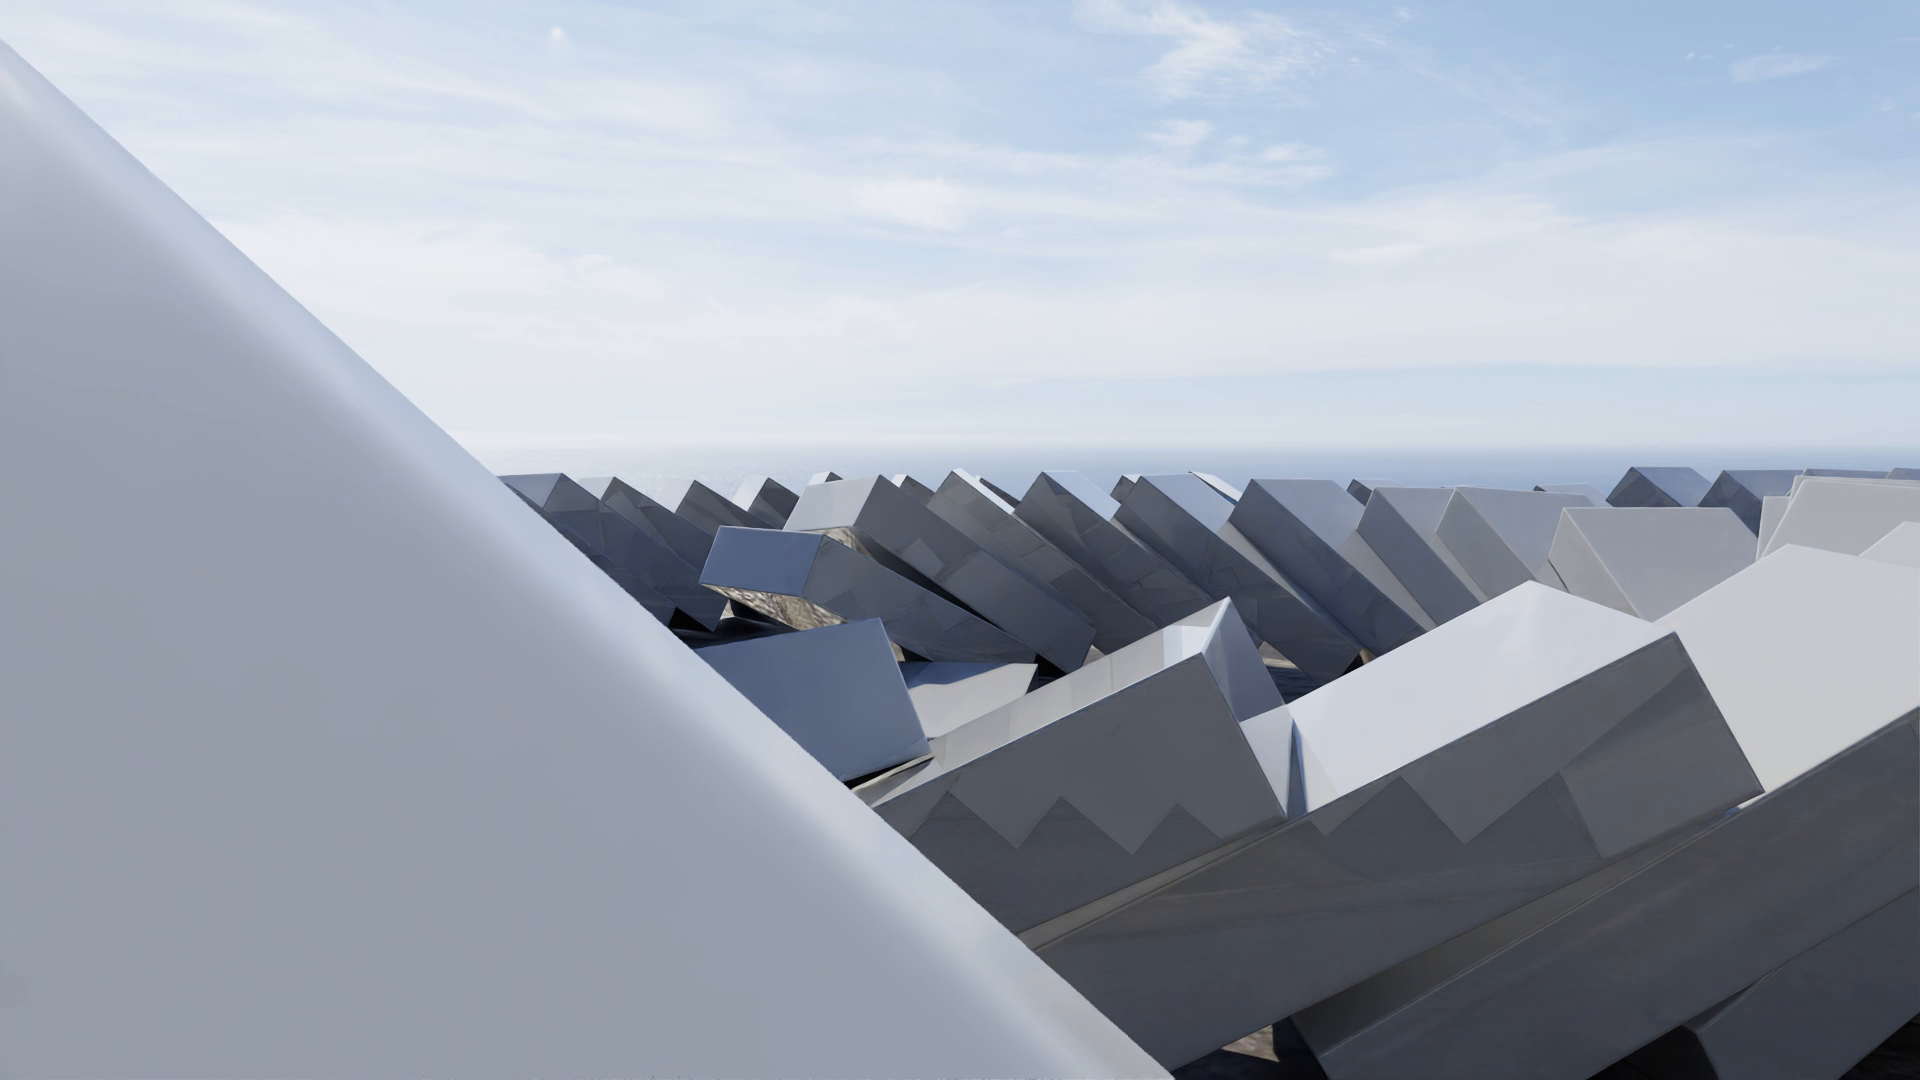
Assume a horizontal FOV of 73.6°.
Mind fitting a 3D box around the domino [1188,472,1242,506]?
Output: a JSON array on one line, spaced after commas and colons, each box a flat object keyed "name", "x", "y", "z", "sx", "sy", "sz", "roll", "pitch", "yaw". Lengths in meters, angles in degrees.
[{"name": "domino", "x": 0.081, "y": 0.000, "z": 0.334, "sx": 0.050, "sy": 0.009, "sz": 0.025, "roll": 36, "pitch": 14, "yaw": 21}]

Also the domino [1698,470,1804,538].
[{"name": "domino", "x": 0.179, "y": 0.004, "z": 0.261, "sx": 0.025, "sy": 0.009, "sz": 0.050, "roll": -2, "pitch": 40, "yaw": -23}]

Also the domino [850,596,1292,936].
[{"name": "domino", "x": -0.004, "y": 0.020, "z": 0.084, "sx": 0.050, "sy": 0.010, "sz": 0.025, "roll": -28, "pitch": -3, "yaw": 15}]

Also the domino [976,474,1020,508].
[{"name": "domino", "x": 0.024, "y": 0.000, "z": 0.335, "sx": 0.050, "sy": 0.009, "sz": 0.025, "roll": 31, "pitch": 3, "yaw": -4}]

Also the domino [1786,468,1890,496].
[{"name": "domino", "x": 0.187, "y": 0.005, "z": 0.247, "sx": 0.025, "sy": 0.009, "sz": 0.050, "roll": 1, "pitch": 39, "yaw": -18}]

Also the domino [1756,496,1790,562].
[{"name": "domino", "x": 0.107, "y": 0.014, "z": 0.150, "sx": 0.025, "sy": 0.010, "sz": 0.050, "roll": 3, "pitch": 39, "yaw": 35}]

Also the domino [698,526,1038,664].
[{"name": "domino", "x": -0.013, "y": 0.012, "z": 0.203, "sx": 0.025, "sy": 0.009, "sz": 0.050, "roll": 4, "pitch": -19, "yaw": 45}]

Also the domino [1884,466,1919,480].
[{"name": "domino", "x": 0.193, "y": 0.006, "z": 0.231, "sx": 0.025, "sy": 0.010, "sz": 0.050, "roll": 2, "pitch": 39, "yaw": -14}]

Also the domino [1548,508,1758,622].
[{"name": "domino", "x": 0.104, "y": 0.013, "z": 0.176, "sx": 0.025, "sy": 0.009, "sz": 0.050, "roll": 0, "pitch": 34, "yaw": 1}]

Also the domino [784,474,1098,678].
[{"name": "domino", "x": -0.003, "y": 0.007, "z": 0.219, "sx": 0.050, "sy": 0.010, "sz": 0.025, "roll": 36, "pitch": -21, "yaw": -27}]

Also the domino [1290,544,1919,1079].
[{"name": "domino", "x": 0.043, "y": 0.019, "z": 0.084, "sx": 0.050, "sy": 0.009, "sz": 0.025, "roll": -31, "pitch": 8, "yaw": 1}]

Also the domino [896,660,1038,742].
[{"name": "domino", "x": -0.004, "y": 0.025, "z": 0.170, "sx": 0.025, "sy": 0.010, "sz": 0.050, "roll": 1, "pitch": 4, "yaw": 7}]

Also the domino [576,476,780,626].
[{"name": "domino", "x": -0.065, "y": 0.003, "z": 0.295, "sx": 0.050, "sy": 0.010, "sz": 0.025, "roll": 35, "pitch": -17, "yaw": -29}]

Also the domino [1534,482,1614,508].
[{"name": "domino", "x": 0.154, "y": 0.004, "z": 0.289, "sx": 0.025, "sy": 0.009, "sz": 0.050, "roll": -3, "pitch": 35, "yaw": -39}]

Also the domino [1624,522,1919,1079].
[{"name": "domino", "x": 0.063, "y": 0.018, "z": 0.092, "sx": 0.050, "sy": 0.009, "sz": 0.025, "roll": -33, "pitch": 14, "yaw": -8}]

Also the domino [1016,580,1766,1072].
[{"name": "domino", "x": 0.019, "y": 0.020, "z": 0.082, "sx": 0.050, "sy": 0.010, "sz": 0.025, "roll": -29, "pitch": 0, "yaw": 9}]

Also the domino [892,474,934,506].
[{"name": "domino", "x": 0.004, "y": 0.000, "z": 0.330, "sx": 0.050, "sy": 0.009, "sz": 0.025, "roll": 32, "pitch": -2, "yaw": -9}]

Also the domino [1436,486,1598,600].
[{"name": "domino", "x": 0.098, "y": 0.010, "z": 0.200, "sx": 0.025, "sy": 0.009, "sz": 0.050, "roll": 3, "pitch": 35, "yaw": -14}]

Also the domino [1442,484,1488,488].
[{"name": "domino", "x": 0.138, "y": 0.004, "z": 0.302, "sx": 0.025, "sy": 0.010, "sz": 0.050, "roll": -5, "pitch": 35, "yaw": -47}]

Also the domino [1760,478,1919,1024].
[{"name": "domino", "x": 0.078, "y": 0.015, "z": 0.109, "sx": 0.025, "sy": 0.009, "sz": 0.050, "roll": 10, "pitch": 47, "yaw": 49}]

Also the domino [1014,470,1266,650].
[{"name": "domino", "x": 0.036, "y": 0.006, "z": 0.242, "sx": 0.050, "sy": 0.009, "sz": 0.025, "roll": 39, "pitch": 15, "yaw": 14}]

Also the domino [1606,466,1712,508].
[{"name": "domino", "x": 0.167, "y": 0.003, "z": 0.275, "sx": 0.025, "sy": 0.010, "sz": 0.050, "roll": -2, "pitch": 41, "yaw": -34}]

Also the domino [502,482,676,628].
[{"name": "domino", "x": -0.084, "y": 0.005, "z": 0.262, "sx": 0.025, "sy": 0.009, "sz": 0.050, "roll": 3, "pitch": -28, "yaw": 35}]

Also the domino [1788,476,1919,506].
[{"name": "domino", "x": 0.099, "y": 0.013, "z": 0.135, "sx": 0.025, "sy": 0.010, "sz": 0.050, "roll": 6, "pitch": 44, "yaw": 39}]

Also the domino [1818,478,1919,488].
[{"name": "domino", "x": 0.089, "y": 0.014, "z": 0.121, "sx": 0.025, "sy": 0.009, "sz": 0.050, "roll": 8, "pitch": 46, "yaw": 45}]

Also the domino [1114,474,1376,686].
[{"name": "domino", "x": 0.055, "y": 0.006, "z": 0.238, "sx": 0.050, "sy": 0.010, "sz": 0.025, "roll": 41, "pitch": 23, "yaw": 23}]

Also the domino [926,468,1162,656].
[{"name": "domino", "x": 0.016, "y": 0.006, "z": 0.239, "sx": 0.050, "sy": 0.009, "sz": 0.025, "roll": 37, "pitch": 6, "yaw": 0}]

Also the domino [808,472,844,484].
[{"name": "domino", "x": -0.016, "y": 0.000, "z": 0.324, "sx": 0.050, "sy": 0.010, "sz": 0.025, "roll": 32, "pitch": -7, "yaw": -14}]

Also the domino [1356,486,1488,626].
[{"name": "domino", "x": 0.092, "y": 0.009, "z": 0.217, "sx": 0.025, "sy": 0.010, "sz": 0.050, "roll": 1, "pitch": 35, "yaw": -18}]

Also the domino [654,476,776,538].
[{"name": "domino", "x": -0.048, "y": 0.002, "z": 0.307, "sx": 0.050, "sy": 0.010, "sz": 0.025, "roll": 33, "pitch": -10, "yaw": -24}]

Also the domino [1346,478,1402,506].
[{"name": "domino", "x": 0.120, "y": 0.002, "z": 0.316, "sx": 0.050, "sy": 0.009, "sz": 0.025, "roll": 40, "pitch": 26, "yaw": 32}]

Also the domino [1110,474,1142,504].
[{"name": "domino", "x": 0.064, "y": 0.000, "z": 0.337, "sx": 0.050, "sy": 0.009, "sz": 0.025, "roll": 34, "pitch": 13, "yaw": 15}]

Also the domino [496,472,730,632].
[{"name": "domino", "x": -0.076, "y": 0.003, "z": 0.277, "sx": 0.025, "sy": 0.010, "sz": 0.050, "roll": 1, "pitch": -30, "yaw": 40}]

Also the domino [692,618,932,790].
[{"name": "domino", "x": -0.029, "y": 0.020, "z": 0.087, "sx": 0.050, "sy": 0.010, "sz": 0.025, "roll": -30, "pitch": -14, "yaw": 33}]

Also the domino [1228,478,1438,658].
[{"name": "domino", "x": 0.075, "y": 0.007, "z": 0.232, "sx": 0.025, "sy": 0.010, "sz": 0.050, "roll": -2, "pitch": 38, "yaw": -39}]

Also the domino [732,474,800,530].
[{"name": "domino", "x": -0.031, "y": 0.001, "z": 0.316, "sx": 0.050, "sy": 0.009, "sz": 0.025, "roll": 33, "pitch": -8, "yaw": -19}]
